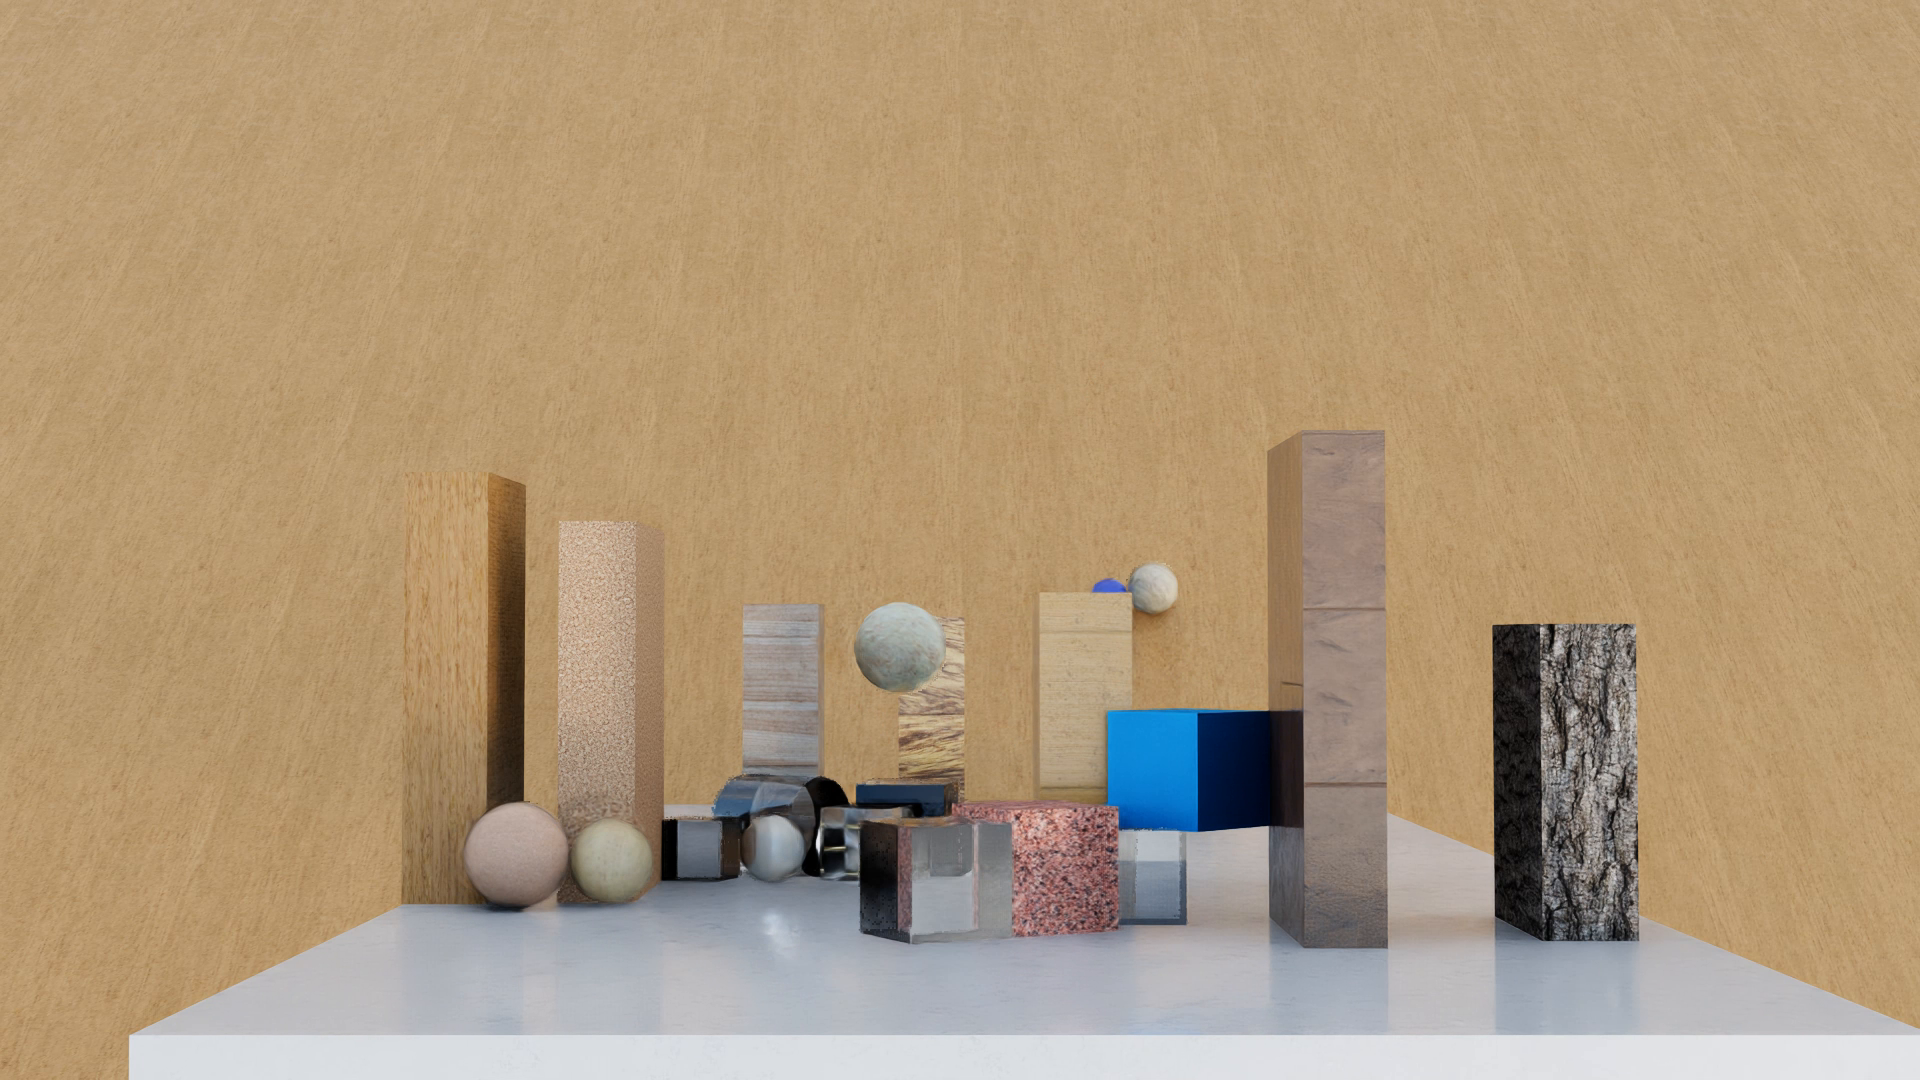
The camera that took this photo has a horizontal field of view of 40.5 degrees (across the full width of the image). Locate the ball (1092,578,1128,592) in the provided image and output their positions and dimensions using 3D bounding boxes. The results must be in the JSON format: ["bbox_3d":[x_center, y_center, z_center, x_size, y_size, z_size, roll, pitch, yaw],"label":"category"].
[{"bbox_3d":[0.439,0.170,7.645,0.113,0.113,0.113,0,36,0],"label":"ball"}]

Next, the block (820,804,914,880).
[{"bbox_3d":[-0.170,0.556,4.785,0.130,0.130,0.130,-1,-2,24],"label":"block"}]

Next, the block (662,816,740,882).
[{"bbox_3d":[-0.473,0.565,4.757,0.110,0.110,0.110,-1,-2,17],"label":"block"}]

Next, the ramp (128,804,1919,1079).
[{"bbox_3d":[0.079,0.674,4.877,2.000,0.100,4.000,0,-2,0],"label":"ramp"}]

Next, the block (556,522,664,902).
[{"bbox_3d":[-0.607,0.294,4.551,0.129,0.635,0.426,0,-2,0],"label":"block"}]

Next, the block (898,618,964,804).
[{"bbox_3d":[-0.064,0.425,6.045,0.149,0.487,0.346,0,-2,0],"label":"block"}]

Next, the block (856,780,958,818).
[{"bbox_3d":[-0.099,0.544,4.941,0.166,0.166,0.166,0,-2,9],"label":"block"}]

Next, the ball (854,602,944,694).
[{"bbox_3d":[-0.119,0.212,5.128,0.179,0.179,0.179,0,36,0],"label":"ball"}]

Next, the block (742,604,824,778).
[{"bbox_3d":[-0.345,0.380,5.109,0.145,0.506,0.241,0,-2,0],"label":"block"}]

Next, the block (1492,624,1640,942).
[{"bbox_3d":[0.916,0.359,3.951,0.140,0.461,0.340,0,-2,0],"label":"block"}]

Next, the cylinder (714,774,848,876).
[{"bbox_3d":[-0.331,0.532,4.854,0.184,0.184,0.184,-2,29,37],"label":"cylinder"}]

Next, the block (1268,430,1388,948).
[{"bbox_3d":[0.548,0.219,3.910,0.118,0.737,0.422,0,-2,0],"label":"block"}]

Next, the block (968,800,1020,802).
[{"bbox_3d":[0.069,0.569,5.038,0.122,0.122,0.122,0,-2,11],"label":"block"}]

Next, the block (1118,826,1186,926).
[{"bbox_3d":[0.273,0.521,4.058,0.144,0.144,0.144,0,-2,-2],"label":"block"}]

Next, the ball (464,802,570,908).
[{"bbox_3d":[-0.723,0.514,4.243,0.172,0.172,0.172,0,36,0],"label":"ball"}]

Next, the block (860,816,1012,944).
[{"bbox_3d":[-0.036,0.502,3.854,0.168,0.168,0.168,1,-2,-28],"label":"block"}]

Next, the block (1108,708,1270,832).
[{"bbox_3d":[0.361,0.360,4.096,0.181,0.181,0.181,-2,-3,44],"label":"block"}]

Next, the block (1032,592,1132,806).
[{"bbox_3d":[0.200,0.347,4.329,0.147,0.513,0.386,0,-2,0],"label":"block"}]

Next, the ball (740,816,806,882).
[{"bbox_3d":[-0.336,0.555,4.671,0.119,0.119,0.119,0,36,0],"label":"ball"}]

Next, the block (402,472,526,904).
[{"bbox_3d":[-0.854,0.252,4.499,0.140,0.716,0.372,0,-2,0],"label":"block"}]

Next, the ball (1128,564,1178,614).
[{"bbox_3d":[0.569,0.144,7.650,0.150,0.150,0.150,0,36,0],"label":"ball"}]

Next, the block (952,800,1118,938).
[{"bbox_3d":[0.113,0.496,3.951,0.186,0.186,0.186,1,-2,-28],"label":"block"}]

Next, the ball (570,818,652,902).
[{"bbox_3d":[-0.572,0.525,4.263,0.134,0.134,0.134,0,36,0],"label":"ball"}]
